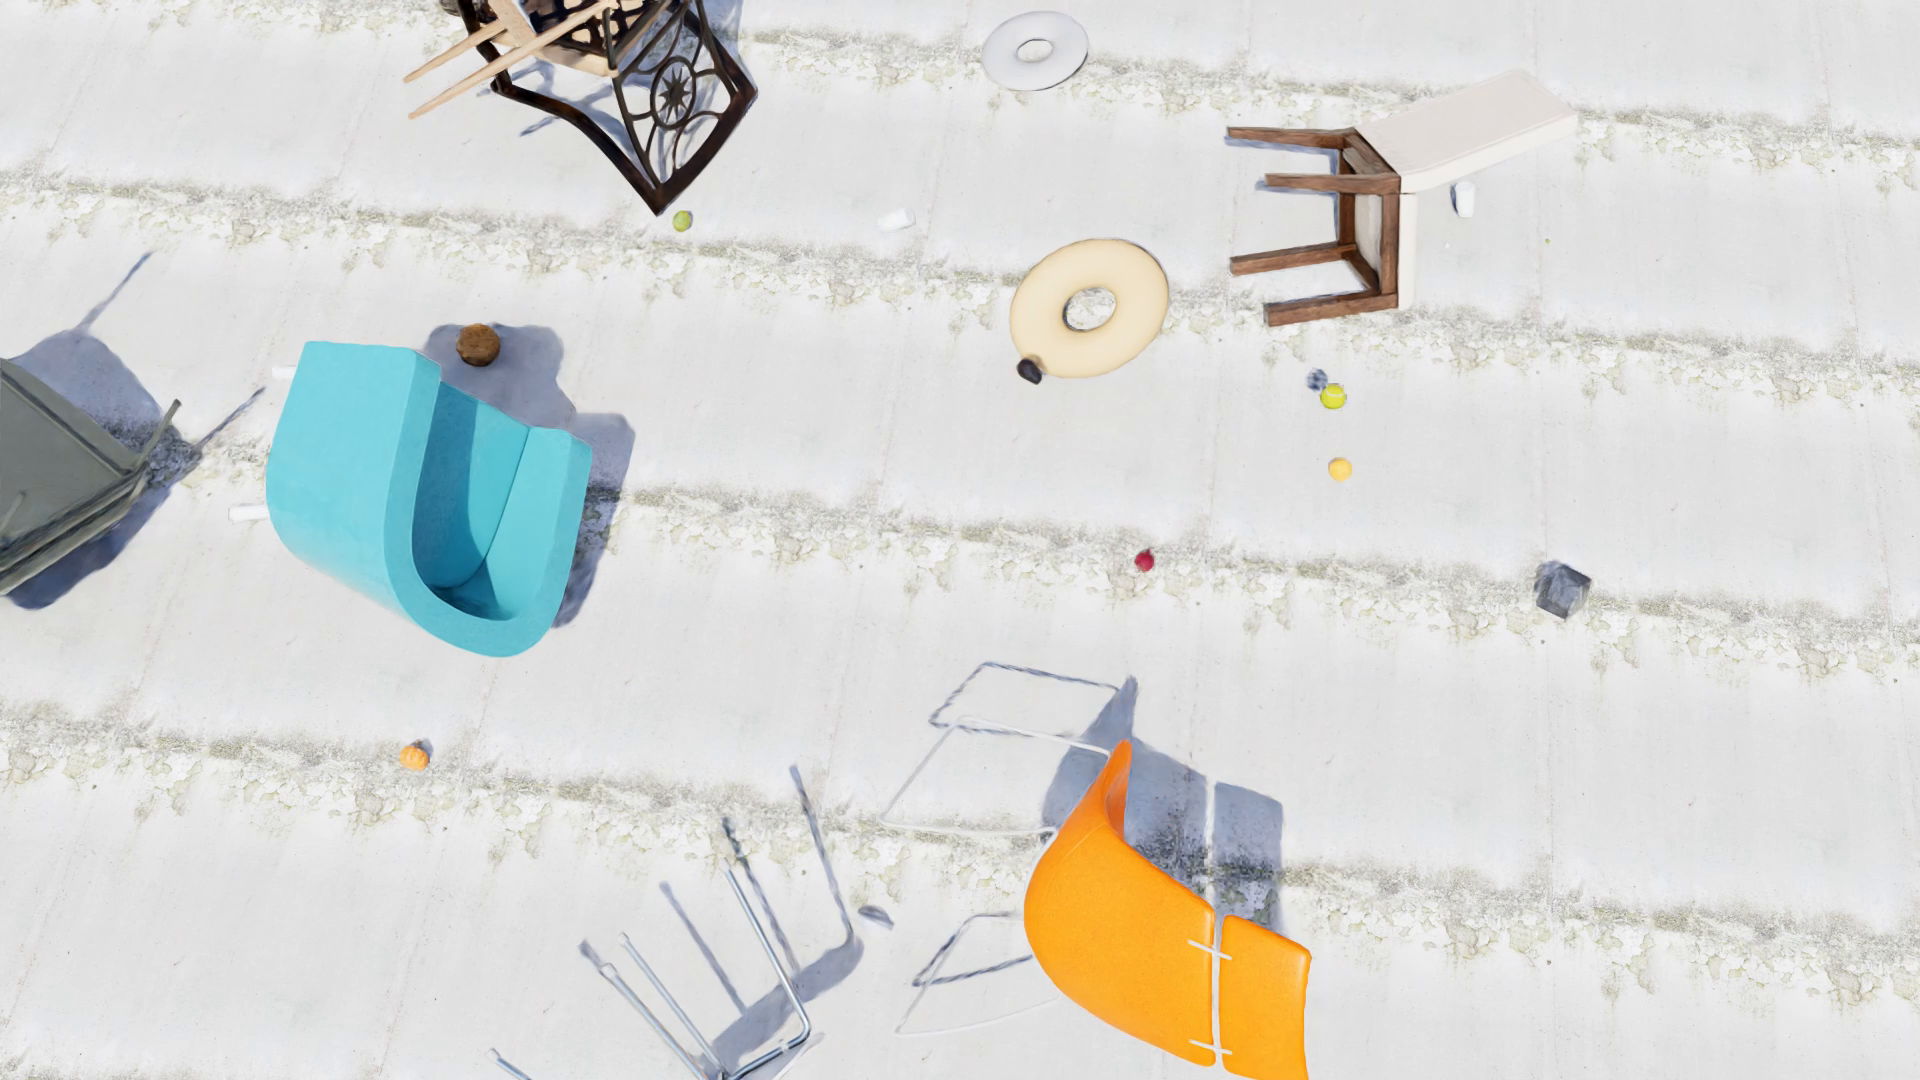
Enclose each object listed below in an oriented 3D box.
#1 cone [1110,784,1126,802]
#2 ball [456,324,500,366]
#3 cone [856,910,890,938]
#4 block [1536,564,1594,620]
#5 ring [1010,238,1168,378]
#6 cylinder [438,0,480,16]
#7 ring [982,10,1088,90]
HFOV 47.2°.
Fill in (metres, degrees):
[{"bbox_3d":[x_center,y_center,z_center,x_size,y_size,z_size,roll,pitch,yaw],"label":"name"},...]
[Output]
[{"bbox_3d":[0.449,0.695,6.093,0.035,0.046,0.057,-14,44,-43],"label":"cone"},{"bbox_3d":[-1.511,-0.612,6.902,0.136,0.136,0.136,0,56,0],"label":"ball"},{"bbox_3d":[-0.235,1.010,5.813,0.107,0.065,0.058,29,77,17],"label":"cone"},{"bbox_3d":[1.754,0.152,6.379,0.097,0.101,0.110,30,36,31],"label":"block"},{"bbox_3d":[0.399,-0.714,6.805,0.514,0.443,0.129,-26,28,5],"label":"ring"},{"bbox_3d":[-1.825,-1.993,7.841,0.144,0.111,0.261,-11,53,-35],"label":"cylinder"},{"bbox_3d":[0.260,-1.706,7.657,0.378,0.059,0.373,-23,55,-3],"label":"ring"}]
